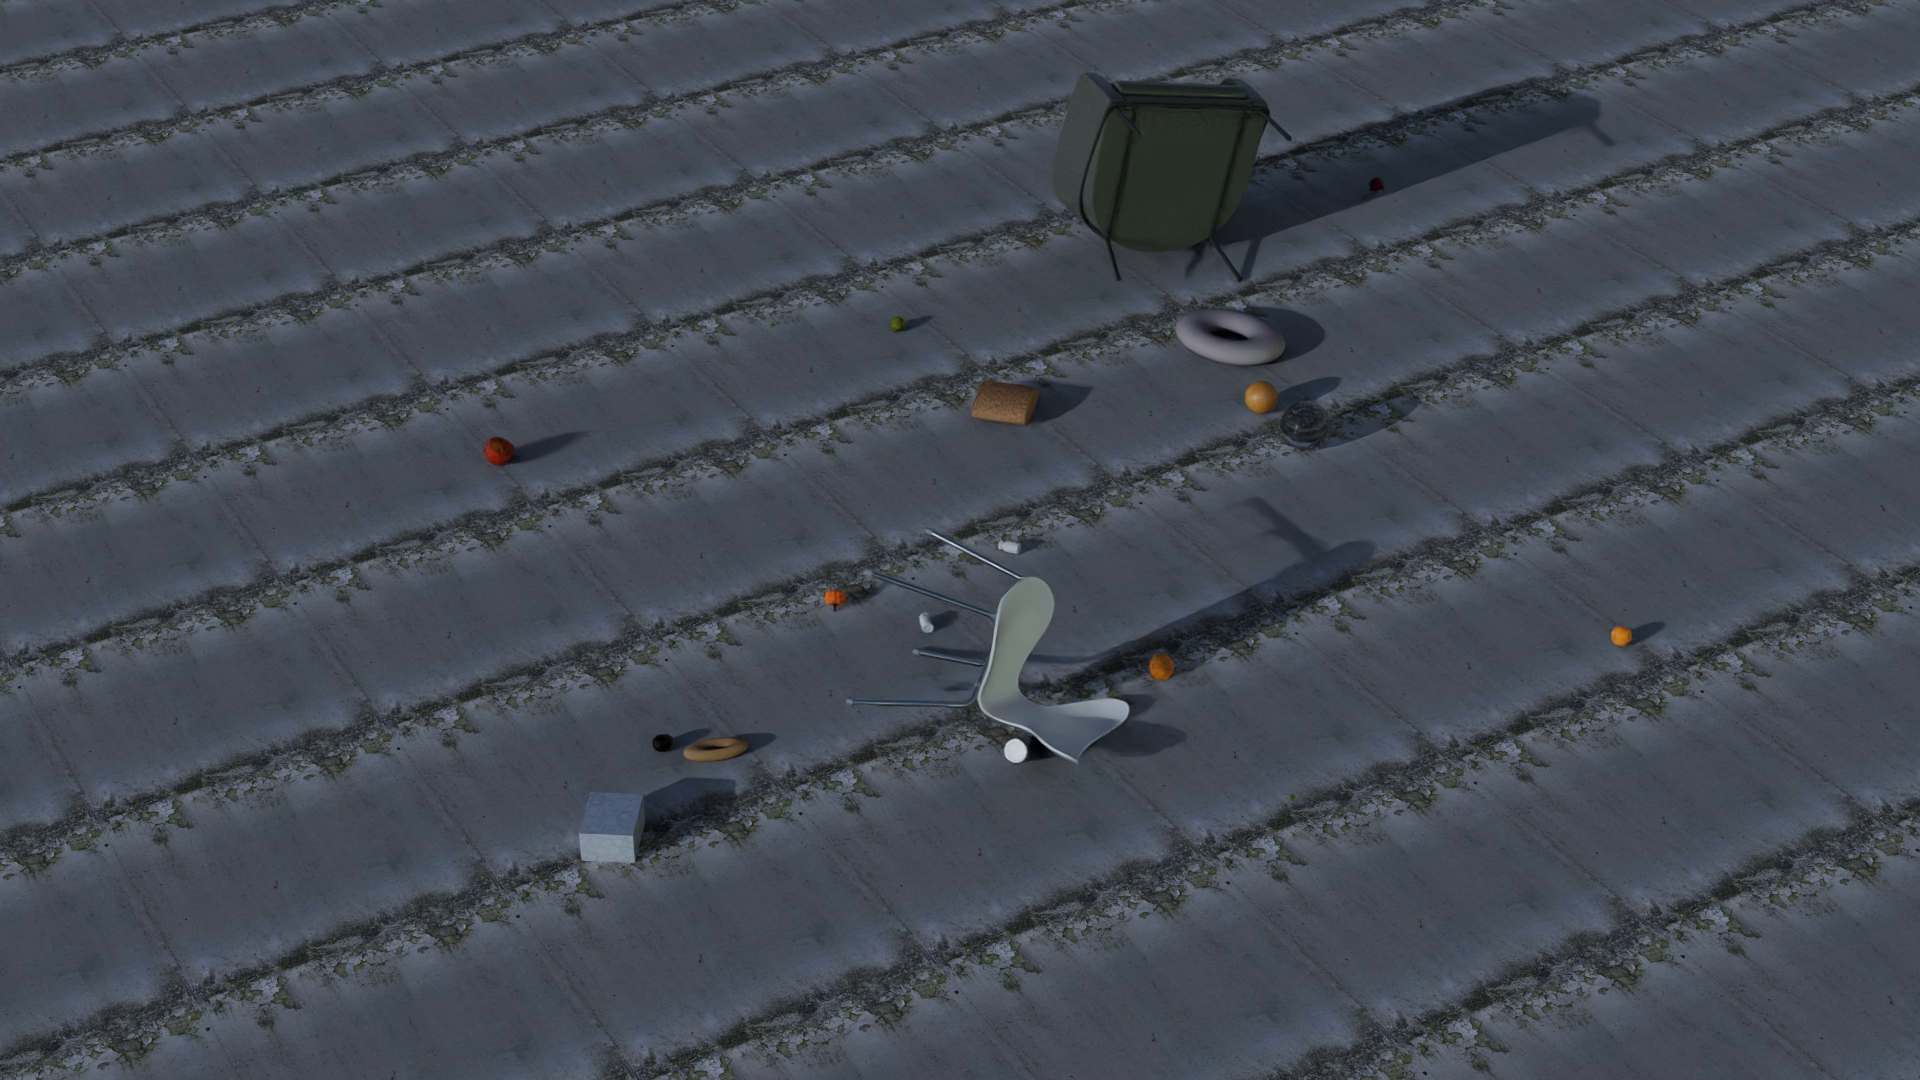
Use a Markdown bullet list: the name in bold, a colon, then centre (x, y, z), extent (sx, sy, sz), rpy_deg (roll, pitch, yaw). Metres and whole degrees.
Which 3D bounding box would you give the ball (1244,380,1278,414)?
- **ball**: centre (1.200, -0.569, 11.687), extent (0.133, 0.133, 0.133), rpy_deg (0, 33, 0)

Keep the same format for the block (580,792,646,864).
- **block**: centre (-1.118, 0.925, 9.439), extent (0.173, 0.112, 0.213), rpy_deg (2, 33, 3)

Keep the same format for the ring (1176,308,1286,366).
- **ring**: centre (1.118, -0.842, 12.140), extent (0.490, 0.092, 0.354), rpy_deg (22, 40, 30)

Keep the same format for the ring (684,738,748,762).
- **ring**: centre (-0.819, 0.703, 9.838), extent (0.221, 0.045, 0.089), rpy_deg (-7, 36, -10)

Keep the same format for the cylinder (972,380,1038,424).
- **cylinder**: centre (0.181, -0.548, 11.690), extent (0.217, 0.094, 0.235), rpy_deg (8, 38, 12)

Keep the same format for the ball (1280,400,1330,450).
- **ball**: centre (1.348, -0.448, 11.450), extent (0.193, 0.193, 0.193), rpy_deg (0, 33, 0)
